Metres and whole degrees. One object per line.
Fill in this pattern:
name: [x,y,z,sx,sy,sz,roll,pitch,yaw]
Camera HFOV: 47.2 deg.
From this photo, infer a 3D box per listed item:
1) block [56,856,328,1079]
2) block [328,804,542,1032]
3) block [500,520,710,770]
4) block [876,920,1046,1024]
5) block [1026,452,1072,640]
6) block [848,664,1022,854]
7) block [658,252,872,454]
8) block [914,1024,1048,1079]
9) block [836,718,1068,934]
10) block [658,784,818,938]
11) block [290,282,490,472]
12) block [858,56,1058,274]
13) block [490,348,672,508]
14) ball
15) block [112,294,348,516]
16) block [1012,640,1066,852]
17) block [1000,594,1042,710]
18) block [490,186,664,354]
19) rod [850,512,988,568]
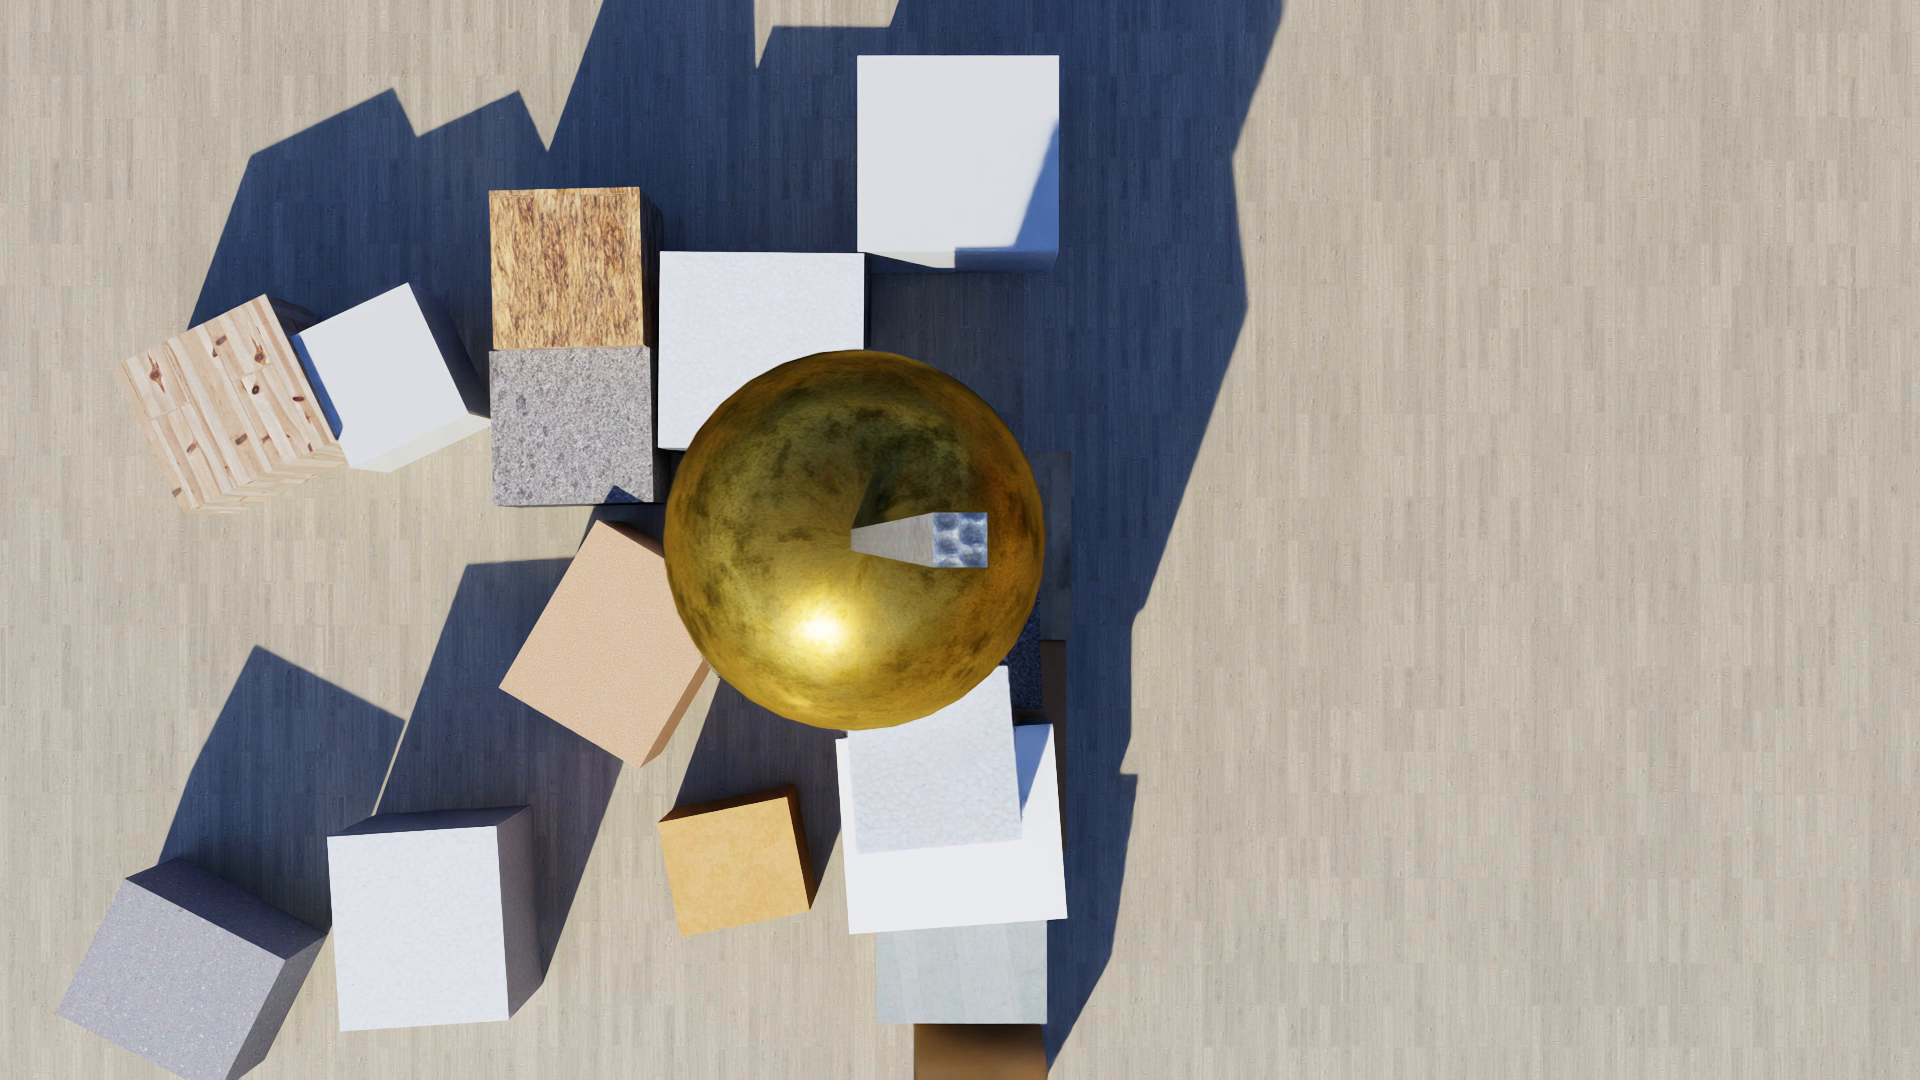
block: [-4.368,2.473,12.584,1.002,0.832,0.838,27,90,0]
block: [-2.962,2.124,12.510,0.926,0.981,1.064,-4,90,0]
block: [-1.879,0.574,12.539,0.891,0.923,1.068,30,90,0]
block: [0.010,2.180,12.509,0.928,0.983,0.928,0,90,0]
block: [0.010,0.031,12.507,1.194,0.987,1.031,0,90,0]
block: [-0.125,1.028,10.490,0.758,0.837,0.801,-5,87,0]
block: [-1.088,-1.038,12.516,1.117,0.968,1.071,1,90,0]
block: [0.105,3.131,12.467,0.717,0.832,0.711,0,112,-2]
block: [-0.041,1.460,11.459,1.079,1.143,0.960,-4,87,0]
block: [-1.272,1.838,12.676,0.741,0.647,0.655,-11,90,0]
block: [-3.217,-0.912,12.592,0.718,0.816,0.802,-25,90,0]
block: [-0.010,-2.113,12.510,1.100,0.980,1.070,0,90,0]
block: [-2.158,-0.629,12.604,0.891,0.791,0.857,-1,90,0]
ball: [-0.437,0.000,9.206,1.600,1.600,1.600,0,90,0]
block: [-4.061,-0.752,12.564,0.936,0.873,0.896,-26,90,0]
block: [0.005,1.132,12.527,1.157,0.945,1.156,0,90,0]
block: [-0.075,0.366,11.527,0.950,0.973,0.999,-2,90,0]
block: [-2.154,-1.490,12.515,0.821,0.969,0.863,-1,90,0]
rod: [-0.189,0.000,5.815,0.080,5.200,0.080,0,90,-4]
